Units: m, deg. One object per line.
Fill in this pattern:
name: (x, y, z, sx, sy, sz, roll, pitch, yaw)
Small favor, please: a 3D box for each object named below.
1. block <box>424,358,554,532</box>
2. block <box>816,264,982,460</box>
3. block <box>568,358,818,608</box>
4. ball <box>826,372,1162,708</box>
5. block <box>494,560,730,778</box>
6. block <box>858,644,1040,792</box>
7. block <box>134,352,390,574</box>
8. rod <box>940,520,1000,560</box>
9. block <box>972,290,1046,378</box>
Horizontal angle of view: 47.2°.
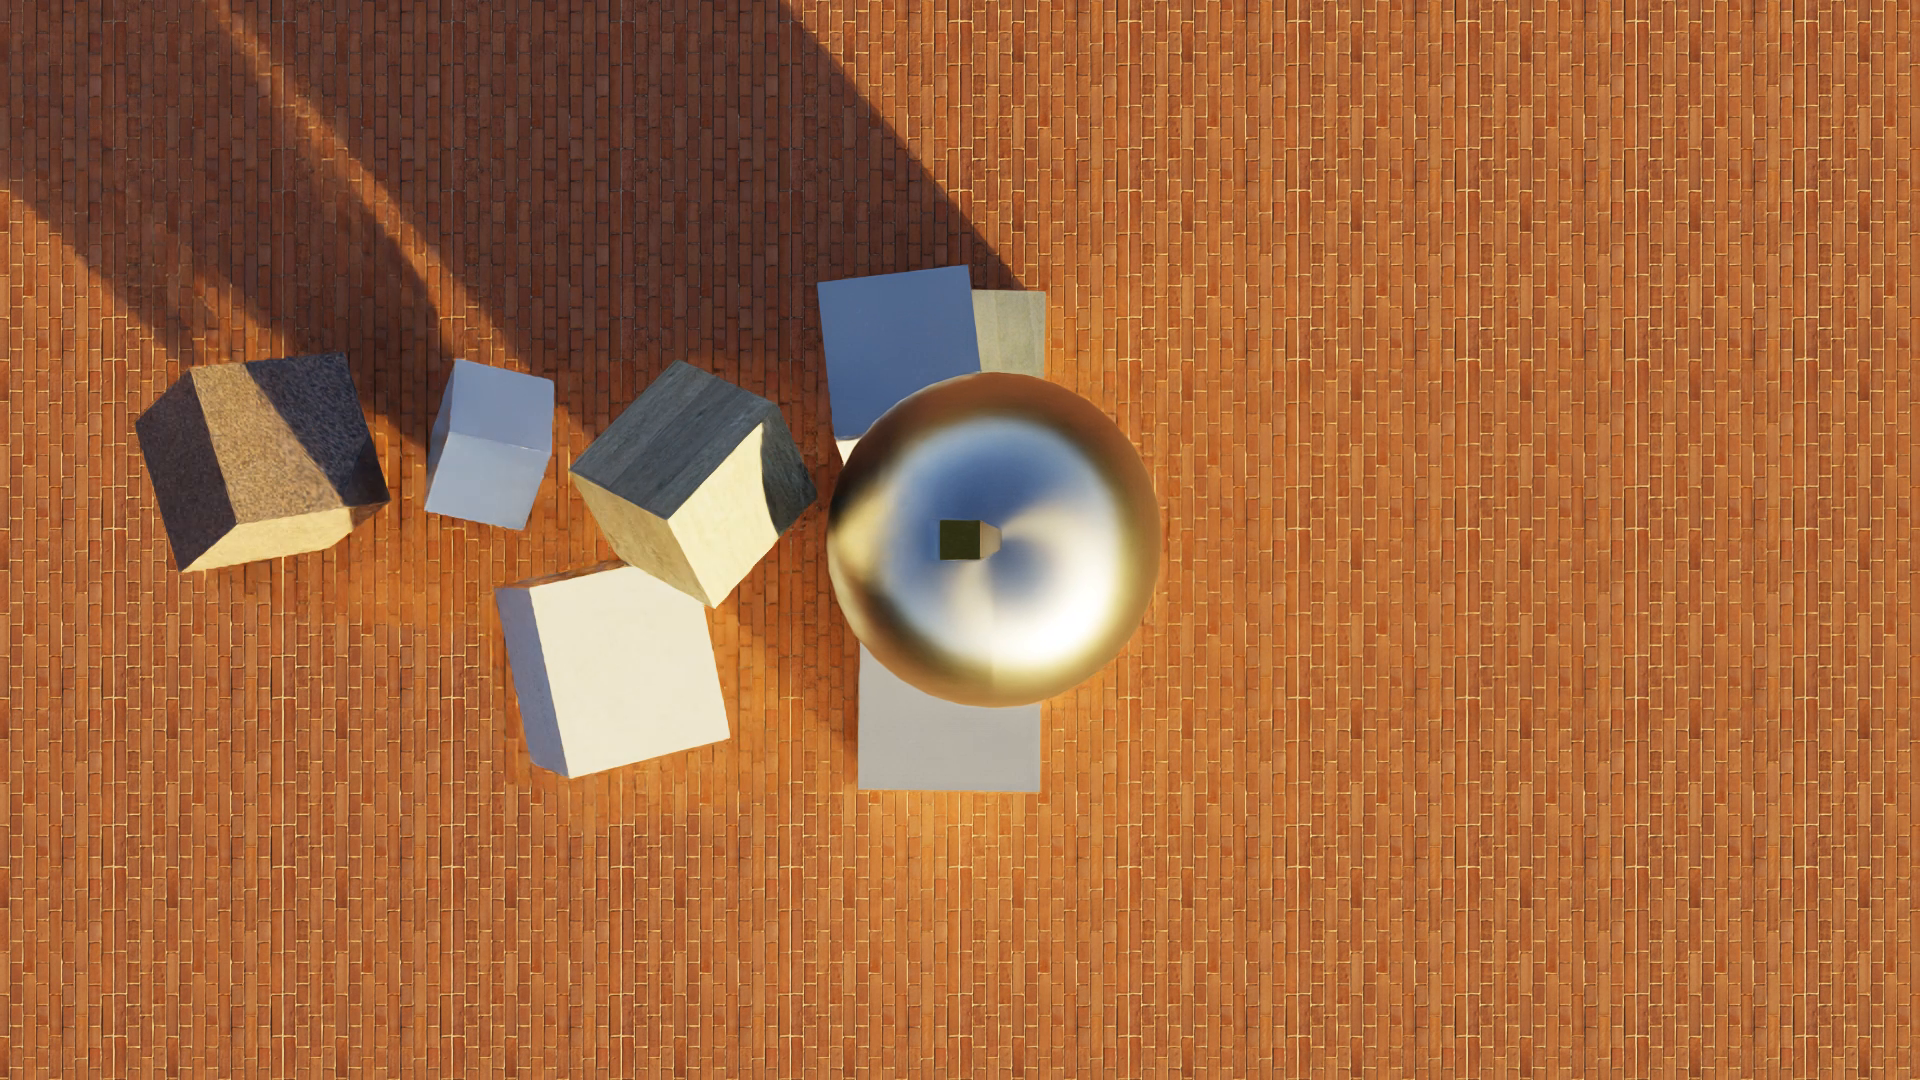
block: (-2.615, -0.527, 12.220, 0.556, 0.609, 0.610, 12, 132, -20)
block: (-0.291, -0.900, 11.683, 0.782, 0.893, 0.816, -7, 81, 0)
block: (-1.233, -0.267, 10.253, 0.664, 0.650, 0.765, 25, 63, 33)
ball: (0.161, 0.000, 10.447, 1.600, 1.600, 1.600, 0, 90, 0)
block: (-1.933, 0.666, 12.127, 0.893, 1.040, 1.022, -13, 94, -22)
block: (-0.055, 0.910, 12.531, 0.998, 0.938, 0.929, 1, 90, 0)
block: (-3.889, -0.435, 12.260, 0.913, 0.821, 0.898, -12, 79, -44)
rod: (0.070, 0.000, 7.049, 0.080, 5.200, 0.080, 0, 90, 2)
block: (-0.018, -0.948, 12.594, 0.967, 0.811, 0.884, 1, 90, 0)
